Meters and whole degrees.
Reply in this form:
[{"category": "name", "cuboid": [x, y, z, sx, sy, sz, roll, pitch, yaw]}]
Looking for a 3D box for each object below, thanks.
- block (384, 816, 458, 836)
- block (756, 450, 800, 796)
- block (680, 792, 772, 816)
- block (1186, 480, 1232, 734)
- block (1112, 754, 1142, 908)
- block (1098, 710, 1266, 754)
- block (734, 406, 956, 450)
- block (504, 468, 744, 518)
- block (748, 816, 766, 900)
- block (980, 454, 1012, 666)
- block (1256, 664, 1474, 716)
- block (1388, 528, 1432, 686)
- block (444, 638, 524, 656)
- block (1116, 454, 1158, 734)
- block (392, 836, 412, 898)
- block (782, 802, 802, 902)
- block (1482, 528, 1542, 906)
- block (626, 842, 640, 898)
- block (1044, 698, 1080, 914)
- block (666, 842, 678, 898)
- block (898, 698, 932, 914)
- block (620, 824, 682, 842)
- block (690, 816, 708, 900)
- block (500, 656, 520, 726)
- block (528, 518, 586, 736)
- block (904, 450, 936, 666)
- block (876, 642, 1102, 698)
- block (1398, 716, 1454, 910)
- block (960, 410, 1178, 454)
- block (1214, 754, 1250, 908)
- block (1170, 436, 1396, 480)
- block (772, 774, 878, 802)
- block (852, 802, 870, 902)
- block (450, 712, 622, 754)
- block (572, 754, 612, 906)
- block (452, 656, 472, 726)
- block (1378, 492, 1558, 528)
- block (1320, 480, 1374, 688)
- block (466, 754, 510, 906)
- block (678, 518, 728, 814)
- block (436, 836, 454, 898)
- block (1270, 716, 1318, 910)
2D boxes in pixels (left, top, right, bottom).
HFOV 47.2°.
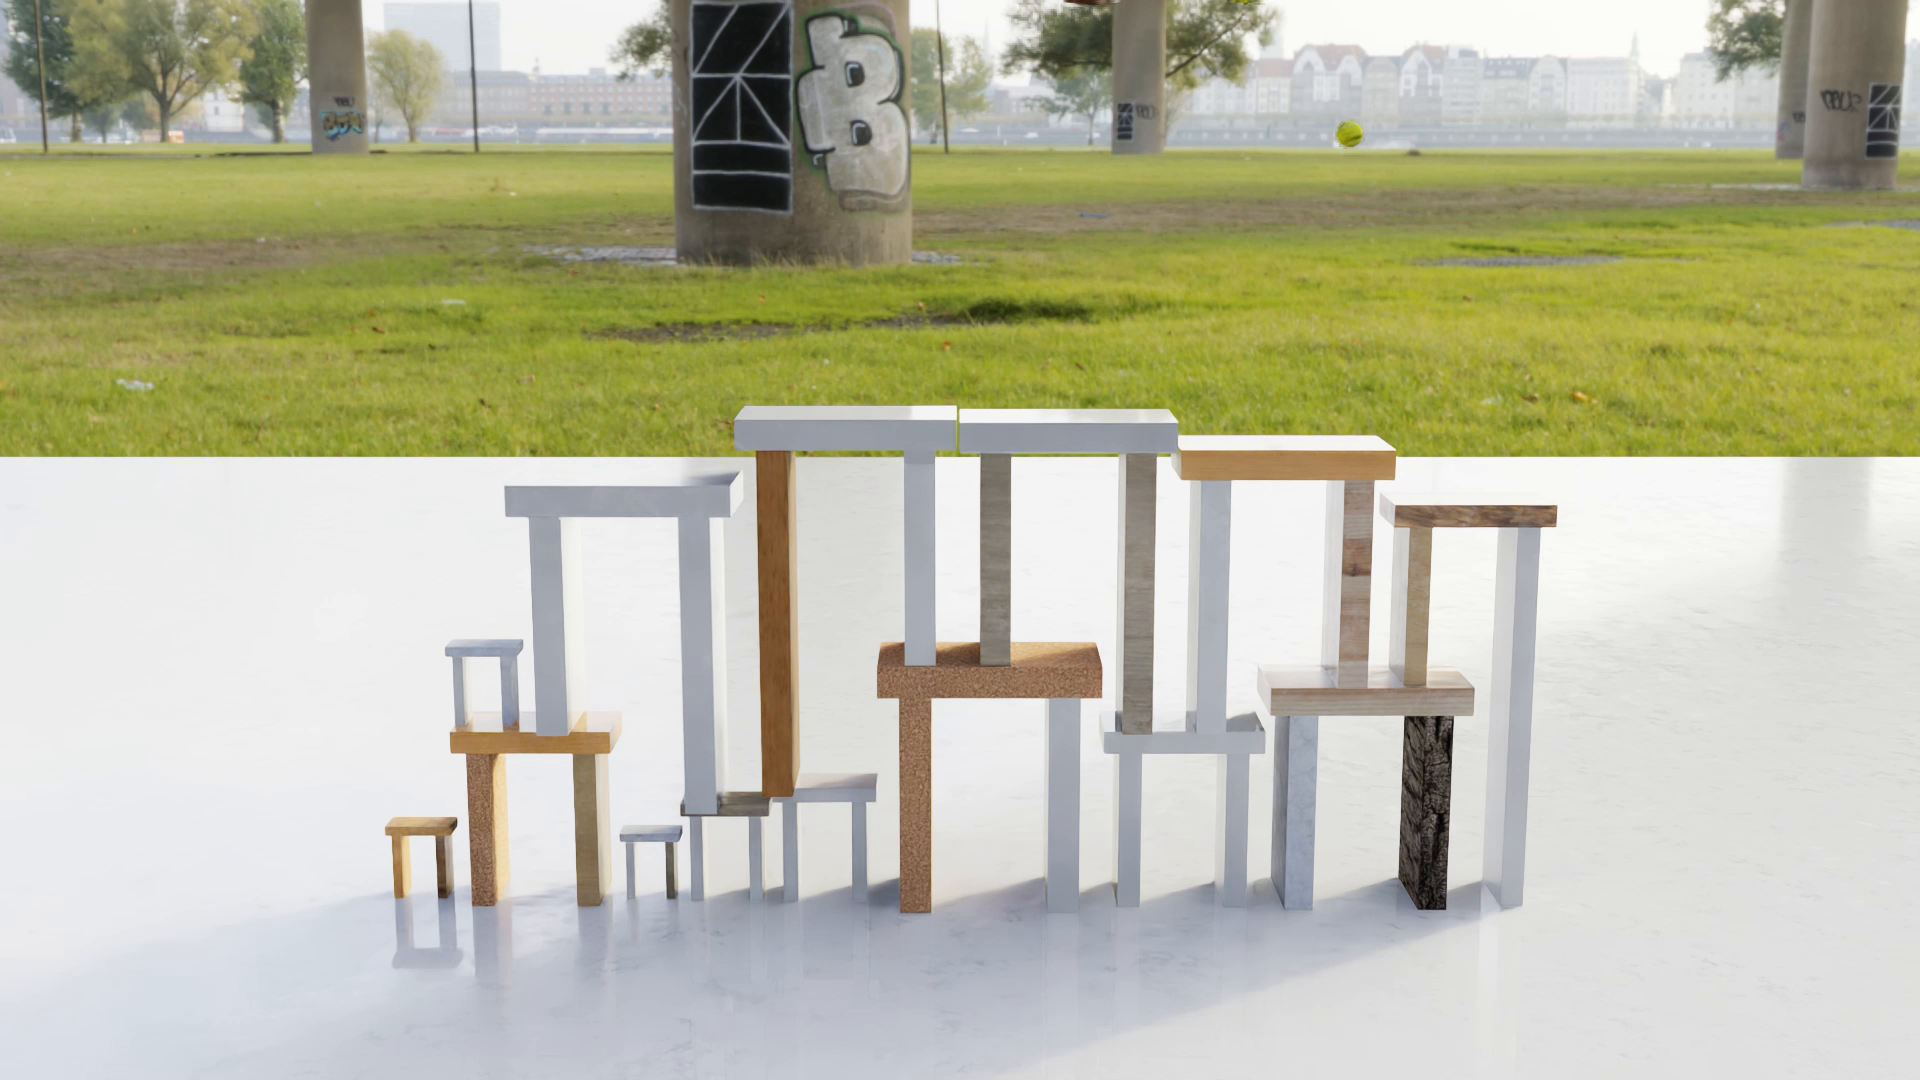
[{"category": "block", "cuboid": [-0.894, 0.475, 3.652, 0.108, 0.015, 0.054, 0, 11, 0]}, {"category": "block", "cuboid": [-0.295, 0.122, 3.583, 0.049, 0.564, 0.174, 0, 11, 0]}, {"category": "block", "cuboid": [-0.386, 0.437, 3.639, 0.146, 0.021, 0.073, 0, 11, 0]}, {"category": "block", "cuboid": [0.403, 0.094, 3.578, 0.048, 0.413, 0.169, 0, 11, 0]}, {"category": "block", "cuboid": [0.276, 0.462, 3.643, 0.037, 0.261, 0.131, 0, 11, 0]}, {"category": "block", "cuboid": [0.363, 0.316, 3.616, 0.261, 0.037, 0.130, 0, 11, 0]}, {"category": "block", "cuboid": [-0.179, -0.180, 3.527, 0.347, 0.049, 0.174, 0, 11, 0]}, {"category": "block", "cuboid": [-0.538, -0.077, 3.548, 0.356, 0.050, 0.178, 0, 11, 1]}, {"category": "block", "cuboid": [-0.337, 0.518, 3.657, 0.021, 0.146, 0.073, 0, 11, 0]}, {"category": "block", "cuboid": [0.057, 0.017, 3.562, 0.049, 0.343, 0.171, 0, 11, 0]}, {"category": "block", "cuboid": [0.662, 0.245, 3.610, 0.327, 0.046, 0.163, 0, 11, 0]}, {"category": "block", "cuboid": [0.733, 0.096, 3.581, 0.037, 0.258, 0.129, 0, 11, 0]}, {"category": "block", "cuboid": [-0.777, 0.176, 3.595, 0.116, 0.016, 0.058, 0, 11, 0]}, {"category": "block", "cuboid": [0.285, 0.073, 3.573, 0.049, 0.456, 0.171, 0, 11, 0]}, {"category": "block", "cuboid": [-0.930, 0.536, 3.663, 0.015, 0.108, 0.054, 0, 11, 0]}, {"category": "block", "cuboid": [-0.279, 0.506, 3.658, 0.024, 0.170, 0.085, 0, 11, 0]}, {"category": "block", "cuboid": [0.905, 0.279, 3.616, 0.037, 0.631, 0.129, 0, 11, 0]}, {"category": "block", "cuboid": [-0.545, 0.542, 3.659, 0.014, 0.098, 0.049, 0, 11, 0]}, {"category": "block", "cuboid": [0.168, 0.414, 3.633, 0.051, 0.360, 0.180, 0, 11, 0]}, {"category": "block", "cuboid": [-0.480, 0.542, 3.659, 0.014, 0.098, 0.049, 0, 11, 0]}, {"category": "block", "cuboid": [-0.072, 0.414, 3.633, 0.051, 0.360, 0.180, 0, 11, 0]}, {"category": "block", "cuboid": [-0.512, 0.487, 3.649, 0.098, 0.014, 0.049, 0, 11, 0]}, {"category": "block", "cuboid": [-0.434, 0.518, 3.657, 0.021, 0.146, 0.073, 0, 11, 0]}, {"category": "block", "cuboid": [-0.739, 0.241, 3.607, 0.016, 0.116, 0.058, 0, 11, 0]}, {"category": "block", "cuboid": [-0.655, 0.123, 3.586, 0.050, 0.356, 0.178, 0, 11, 0]}, {"category": "block", "cuboid": [-0.063, 0.015, 3.563, 0.049, 0.347, 0.174, 0, 11, 0]}, {"category": "block", "cuboid": [0.048, 0.211, 3.596, 0.360, 0.051, 0.180, 0, 11, 0]}, {"category": "block", "cuboid": [0.771, 0.429, 3.644, 0.046, 0.327, 0.163, 0, 11, 0]}, {"category": "block", "cuboid": [0.171, -0.175, 3.527, 0.343, 0.049, 0.171, 0, 11, 0]}, {"category": "block", "cuboid": [0.450, 0.462, 3.644, 0.037, 0.261, 0.131, 0, 11, 0]}, {"category": "block", "cuboid": [0.516, -0.133, 3.538, 0.338, 0.048, 0.169, 0, 11, 0]}, {"category": "block", "cuboid": [-0.222, 0.410, 3.640, 0.170, 0.024, 0.085, 0, 11, 0]}, {"category": "block", "cuboid": [-0.166, 0.506, 3.658, 0.024, 0.170, 0.085, 0, 11, 0]}, {"category": "block", "cuboid": [-0.696, 0.316, 3.622, 0.259, 0.037, 0.130, 0, 11, 0]}, {"category": "block", "cuboid": [-0.609, 0.462, 3.649, 0.037, 0.259, 0.130, 0, 11, 0]}, {"category": "block", "cuboid": [-0.816, 0.241, 3.607, 0.016, 0.116, 0.058, 0, 11, 0]}, {"category": "block", "cuboid": [0.819, -0.049, 3.555, 0.258, 0.037, 0.129, 0, 11, 0]}, {"category": "block", "cuboid": [0.629, 0.057, 3.573, 0.048, 0.338, 0.169, 0, 11, 0]}, {"category": "block", "cuboid": [-0.782, 0.462, 3.649, 0.037, 0.259, 0.130, 0, 11, 0]}, {"category": "block", "cuboid": [-0.418, 0.188, 3.594, 0.050, 0.486, 0.178, 0, 11, 0]}, {"category": "block", "cuboid": [-0.858, 0.536, 3.663, 0.015, 0.108, 0.054, 0, 11, 0]}, {"category": "block", "cuboid": [0.553, 0.429, 3.644, 0.046, 0.327, 0.163, 0, 11, 0]}]
